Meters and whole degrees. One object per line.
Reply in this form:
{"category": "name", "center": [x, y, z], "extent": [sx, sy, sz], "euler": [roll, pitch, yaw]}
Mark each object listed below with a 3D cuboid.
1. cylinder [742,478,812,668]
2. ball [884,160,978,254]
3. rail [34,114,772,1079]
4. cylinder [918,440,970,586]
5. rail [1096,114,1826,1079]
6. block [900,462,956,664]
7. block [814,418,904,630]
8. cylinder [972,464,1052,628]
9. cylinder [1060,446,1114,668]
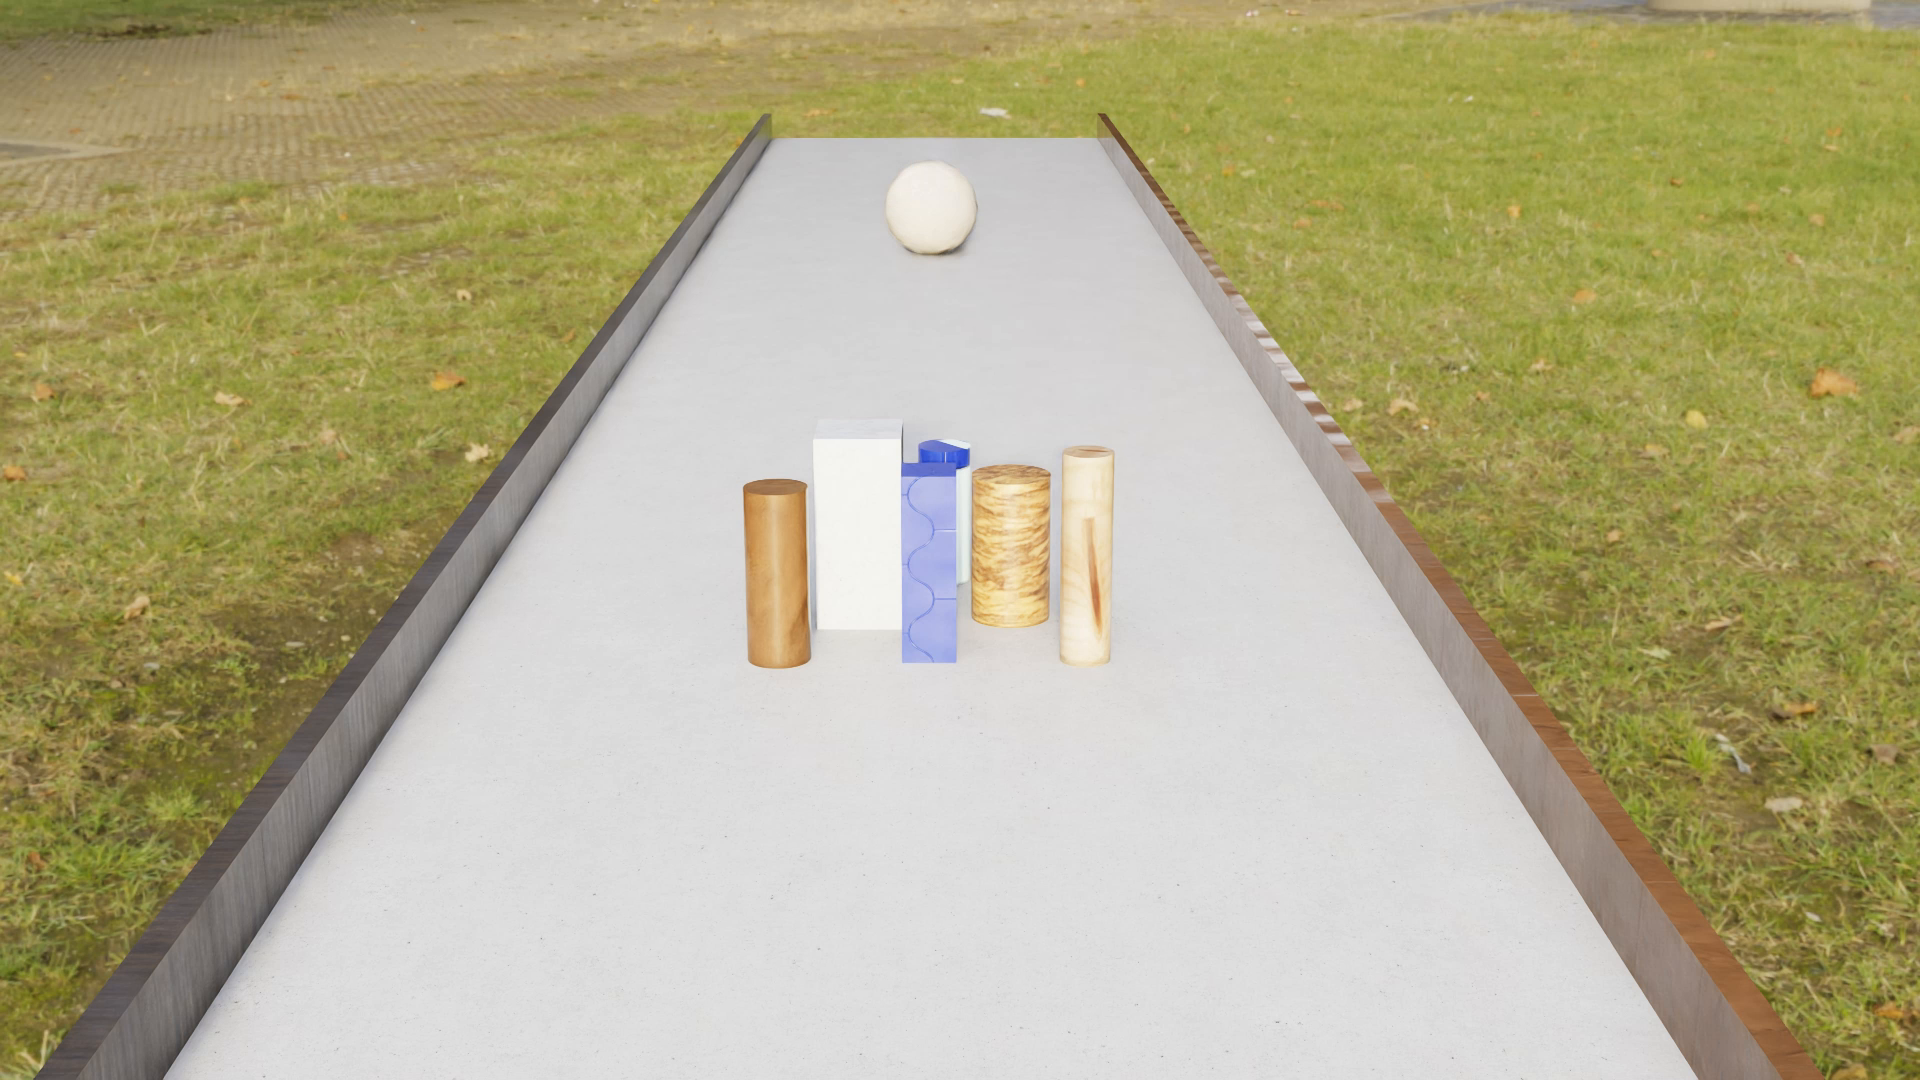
{"category": "cylinder", "center": [-0.363, 0.067, 4.376], "extent": [0.128, 0.357, 0.128], "euler": [0, 17, 0]}
{"category": "ball", "center": [-0.122, -1.395, 9.225], "extent": [0.394, 0.394, 0.394], "euler": [0, 17, 0]}
{"category": "rail", "center": [-1.118, -0.838, 7.780], "extent": [0.050, 0.150, 12.000], "euler": [0, 17, -1]}
{"category": "cylinder", "center": [-0.035, -0.060, 4.889], "extent": [0.116, 0.308, 0.116], "euler": [0, 17, 0]}
{"category": "rail", "center": [0.932, -0.844, 7.801], "extent": [0.050, 0.150, 12.000], "euler": [0, 17, -1]}
{"category": "block", "center": [-0.062, 0.046, 4.396], "extent": [0.109, 0.386, 0.109], "euler": [0, 17, 0]}
{"category": "block", "center": [-0.210, -0.035, 4.626], "extent": [0.179, 0.409, 0.179], "euler": [0, 17, 0]}
{"category": "cylinder", "center": [0.107, 0.012, 4.640], "extent": [0.167, 0.311, 0.167], "euler": [0, 17, 0]}
{"category": "cylinder", "center": [0.251, 0.033, 4.362], "extent": [0.102, 0.430, 0.102], "euler": [0, 17, 0]}
